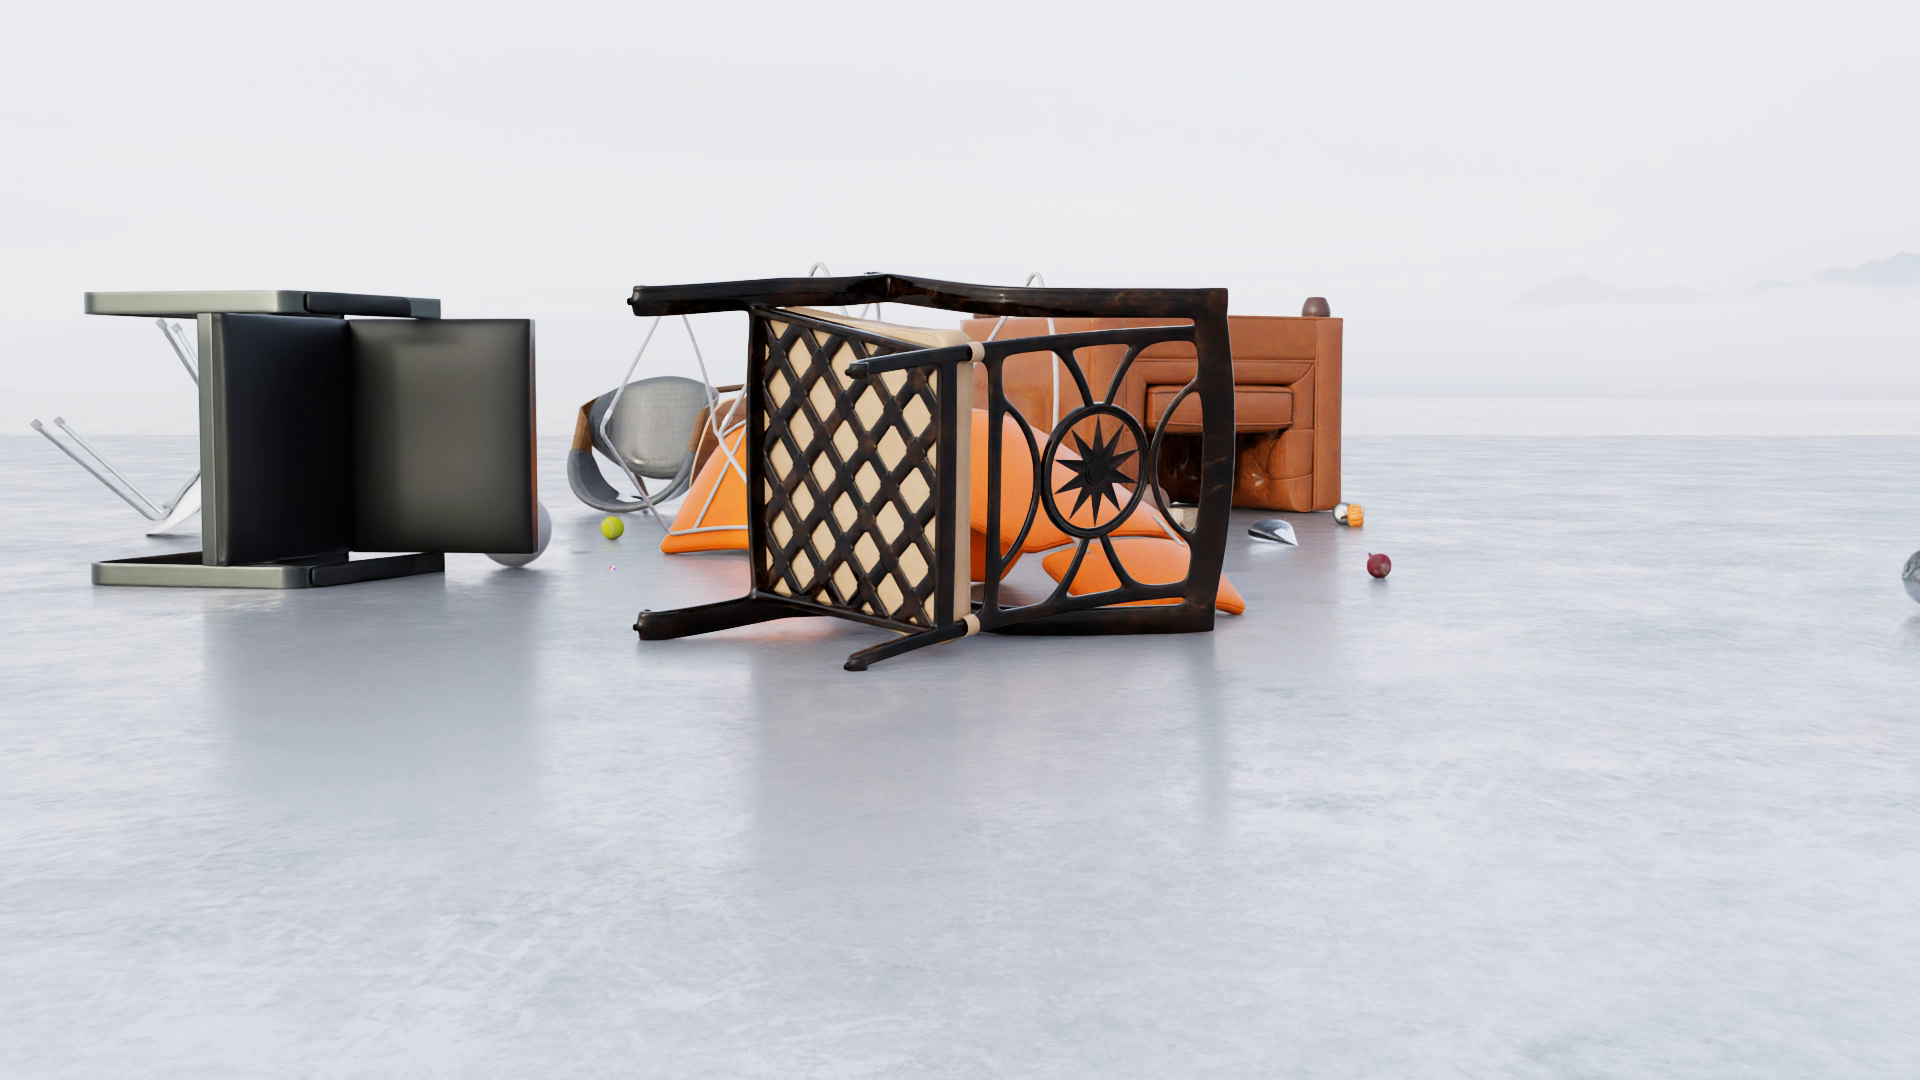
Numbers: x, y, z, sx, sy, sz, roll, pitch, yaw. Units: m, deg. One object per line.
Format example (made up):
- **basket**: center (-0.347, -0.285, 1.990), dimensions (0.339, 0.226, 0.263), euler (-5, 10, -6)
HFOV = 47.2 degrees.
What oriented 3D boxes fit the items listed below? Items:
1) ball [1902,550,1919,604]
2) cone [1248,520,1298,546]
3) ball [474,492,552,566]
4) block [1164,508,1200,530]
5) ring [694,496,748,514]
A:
- **ball**: center (1.994, 0.076, 4.490), dimensions (0.131, 0.131, 0.131), euler (0, 4, 0)
- **cone**: center (0.939, -0.006, 6.375), dimensions (0.156, 0.071, 0.147), euler (0, 17, -26)
- **ball**: center (-1.127, -0.027, 5.553), dimensions (0.191, 0.191, 0.191), euler (0, 4, 0)
- **block**: center (0.713, -0.070, 7.084), dimensions (0.075, 0.066, 0.095), euler (3, 5, 39)
- **ring**: center (-0.861, -0.125, 7.949), dimensions (0.195, 0.059, 0.171), euler (1, 5, -1)
